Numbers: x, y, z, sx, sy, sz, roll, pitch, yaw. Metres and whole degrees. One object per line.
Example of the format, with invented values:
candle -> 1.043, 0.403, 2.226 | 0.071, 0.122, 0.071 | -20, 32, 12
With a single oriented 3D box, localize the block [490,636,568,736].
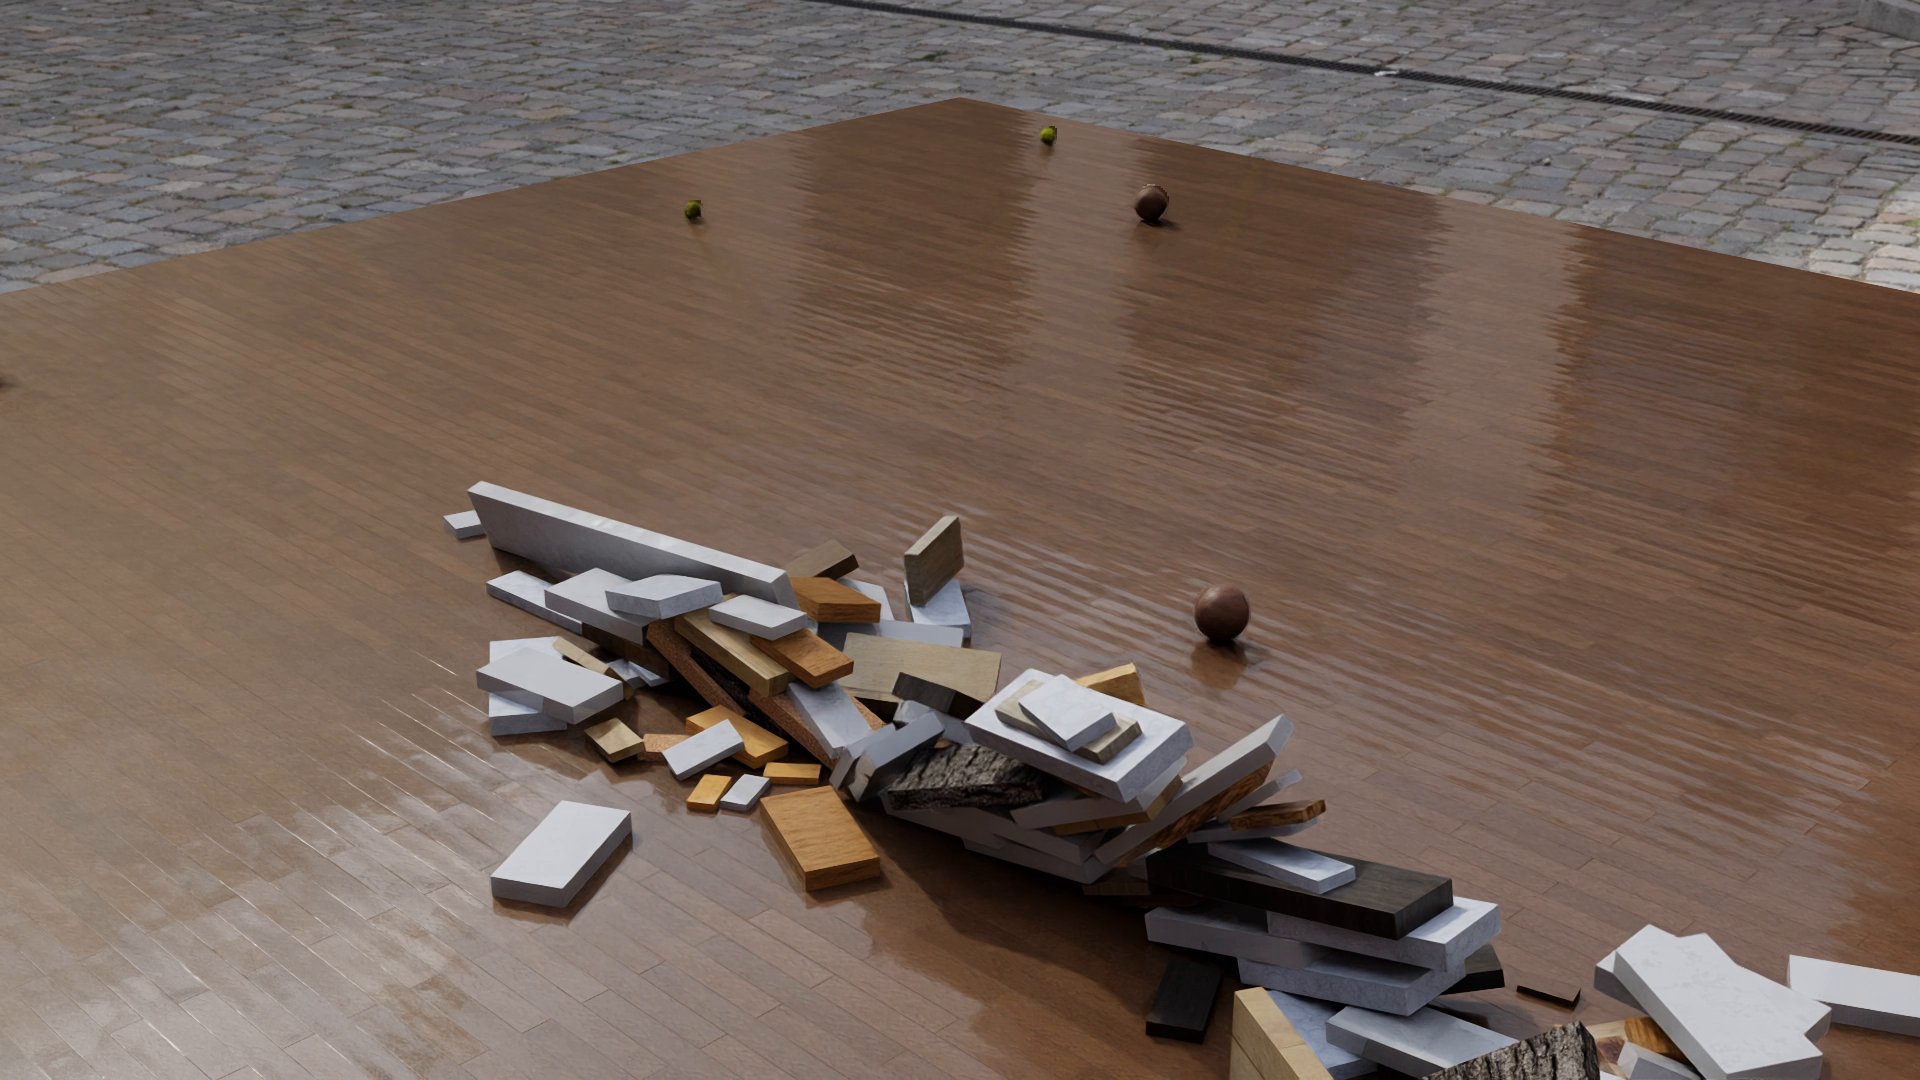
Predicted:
block -> -0.971, 0.324, 4.938 | 0.163, 0.046, 0.381 | -4, 23, -10

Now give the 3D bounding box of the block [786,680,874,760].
block -> -0.271, 0.372, 4.639 | 0.108, 0.031, 0.216 | -9, 40, -30

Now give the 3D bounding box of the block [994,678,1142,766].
block -> 0.190, 0.322, 3.922 | 0.098, 0.028, 0.310 | -36, 29, -23

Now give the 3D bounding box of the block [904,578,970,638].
block -> -0.055, 0.167, 5.319 | 0.132, 0.037, 0.264 | -3, 23, -6

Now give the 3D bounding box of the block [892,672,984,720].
block -> 0.039, 0.367, 4.559 | 0.173, 0.049, 0.346 | 14, -10, 47

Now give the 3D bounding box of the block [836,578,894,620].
block -> -0.245, 0.184, 5.192 | 0.172, 0.049, 0.344 | 14, 20, -17

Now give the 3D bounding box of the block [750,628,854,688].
block -> -0.340, 0.240, 4.714 | 0.108, 0.031, 0.216 | -20, 39, -40

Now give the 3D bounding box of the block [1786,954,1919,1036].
block -> 1.585, 0.798, 3.832 | 0.266, 0.038, 0.133 | 7, 24, 17

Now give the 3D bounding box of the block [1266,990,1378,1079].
block -> 0.600, 0.838, 3.744 | 0.115, 0.033, 0.230 | -9, 25, -20

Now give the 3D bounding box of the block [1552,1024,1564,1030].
block -> 1.065, 0.847, 3.747 | 0.099, 0.014, 0.049 | 1, 23, 3

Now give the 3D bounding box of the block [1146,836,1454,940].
block -> 0.583, 0.594, 3.837 | 0.167, 0.047, 0.537 | -19, 17, -42

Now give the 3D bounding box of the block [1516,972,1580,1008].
block -> 1.038, 0.792, 3.876 | 0.099, 0.014, 0.050 | 13, 26, 28

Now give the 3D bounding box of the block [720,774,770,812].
block -> -0.441, 0.519, 4.517 | 0.058, 0.016, 0.116 | 8, 24, 18

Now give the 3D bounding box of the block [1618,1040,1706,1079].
block -> 1.188, 0.876, 3.472 | 0.278, 0.039, 0.139 | 22, 1, 9

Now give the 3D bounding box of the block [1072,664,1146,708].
block -> 0.310, 0.408, 4.370 | 0.152, 0.304, 0.043 | -16, 20, 0

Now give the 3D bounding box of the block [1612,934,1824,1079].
block -> 1.213, 0.760, 3.538 | 0.167, 0.047, 0.334 | -7, 26, -12

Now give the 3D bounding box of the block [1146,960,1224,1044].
block -> 0.393, 0.803, 3.833 | 0.098, 0.028, 0.195 | 7, 24, 15

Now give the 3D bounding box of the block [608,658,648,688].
block -> -0.699, 0.288, 5.046 | 0.203, 0.029, 0.101 | -16, 28, -34

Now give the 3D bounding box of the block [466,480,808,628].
block -> -0.800, 0.042, 5.271 | 1.222, 0.172, 0.049 | 14, 42, 44

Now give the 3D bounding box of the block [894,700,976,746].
block -> 0.031, 0.408, 4.495 | 0.327, 0.046, 0.163 | 22, -7, -6

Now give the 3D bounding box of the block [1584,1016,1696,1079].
block -> 1.183, 0.843, 3.634 | 0.266, 0.038, 0.133 | -7, 30, -9

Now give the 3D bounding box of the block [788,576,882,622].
block -> -0.313, 0.135, 5.017 | 0.152, 0.043, 0.304 | 2, 9, -27

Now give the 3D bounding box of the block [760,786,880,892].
block -> -0.279, 0.584, 4.330 | 0.150, 0.043, 0.301 | -9, 25, -20

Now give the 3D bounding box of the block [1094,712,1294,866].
block -> 0.419, 0.452, 3.969 | 0.424, 0.033, 0.118 | -38, 3, 31

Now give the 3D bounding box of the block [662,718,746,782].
block -> -0.538, 0.441, 4.616 | 0.156, 0.022, 0.078 | -27, 45, -16

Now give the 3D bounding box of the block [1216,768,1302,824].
block -> 0.530, 0.457, 3.913 | 0.152, 0.022, 0.076 | -37, -14, 38

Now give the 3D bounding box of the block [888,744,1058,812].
block -> 0.036, 0.444, 4.159 | 0.313, 0.044, 0.157 | -7, 22, 27

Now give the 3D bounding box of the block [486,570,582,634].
block -> -0.924, 0.177, 5.306 | 0.577, 0.029, 0.101 | 19, 30, 38

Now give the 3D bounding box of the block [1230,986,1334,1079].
block -> 0.523, 0.877, 3.471 | 0.049, 0.174, 0.347 | -7, 24, -16

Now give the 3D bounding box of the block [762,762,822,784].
block -> -0.350, 0.488, 4.590 | 0.116, 0.016, 0.058 | 2, 23, 4

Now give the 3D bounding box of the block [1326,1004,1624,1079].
block -> 1.003, 0.886, 3.400 | 0.963, 0.039, 0.139 | 13, 26, 43

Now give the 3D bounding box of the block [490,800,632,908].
block -> -0.772, 0.607, 4.275 | 0.150, 0.043, 0.301 | 7, 24, 16

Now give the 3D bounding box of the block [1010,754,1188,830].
block -> 0.251, 0.452, 4.025 | 0.313, 0.044, 0.157 | -17, 18, 45

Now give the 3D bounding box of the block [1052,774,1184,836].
block -> 0.285, 0.480, 4.018 | 0.236, 0.033, 0.118 | -17, 18, 45

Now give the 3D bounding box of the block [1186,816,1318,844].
block -> 0.517, 0.511, 3.908 | 0.076, 0.022, 0.240 | -16, 2, -44

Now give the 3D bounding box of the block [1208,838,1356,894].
block -> 0.559, 0.559, 3.844 | 0.083, 0.023, 0.293 | -15, 15, -31

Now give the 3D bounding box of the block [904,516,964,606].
block -> -0.062, 0.048, 5.378 | 0.037, 0.132, 0.264 | 2, 22, 23

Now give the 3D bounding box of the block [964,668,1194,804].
block -> 0.207, 0.346, 3.950 | 0.173, 0.049, 0.443 | -37, 29, -25

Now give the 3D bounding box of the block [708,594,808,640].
block -> -0.438, 0.167, 4.775 | 0.207, 0.029, 0.104 | 14, 26, 42

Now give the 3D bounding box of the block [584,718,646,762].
block -> -0.738, 0.427, 4.695 | 0.078, 0.022, 0.156 | -21, 24, -24

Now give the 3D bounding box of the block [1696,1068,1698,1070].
block -> 1.274, 0.895, 3.544 | 0.166, 0.083, 0.023 | 3, -4, 7
